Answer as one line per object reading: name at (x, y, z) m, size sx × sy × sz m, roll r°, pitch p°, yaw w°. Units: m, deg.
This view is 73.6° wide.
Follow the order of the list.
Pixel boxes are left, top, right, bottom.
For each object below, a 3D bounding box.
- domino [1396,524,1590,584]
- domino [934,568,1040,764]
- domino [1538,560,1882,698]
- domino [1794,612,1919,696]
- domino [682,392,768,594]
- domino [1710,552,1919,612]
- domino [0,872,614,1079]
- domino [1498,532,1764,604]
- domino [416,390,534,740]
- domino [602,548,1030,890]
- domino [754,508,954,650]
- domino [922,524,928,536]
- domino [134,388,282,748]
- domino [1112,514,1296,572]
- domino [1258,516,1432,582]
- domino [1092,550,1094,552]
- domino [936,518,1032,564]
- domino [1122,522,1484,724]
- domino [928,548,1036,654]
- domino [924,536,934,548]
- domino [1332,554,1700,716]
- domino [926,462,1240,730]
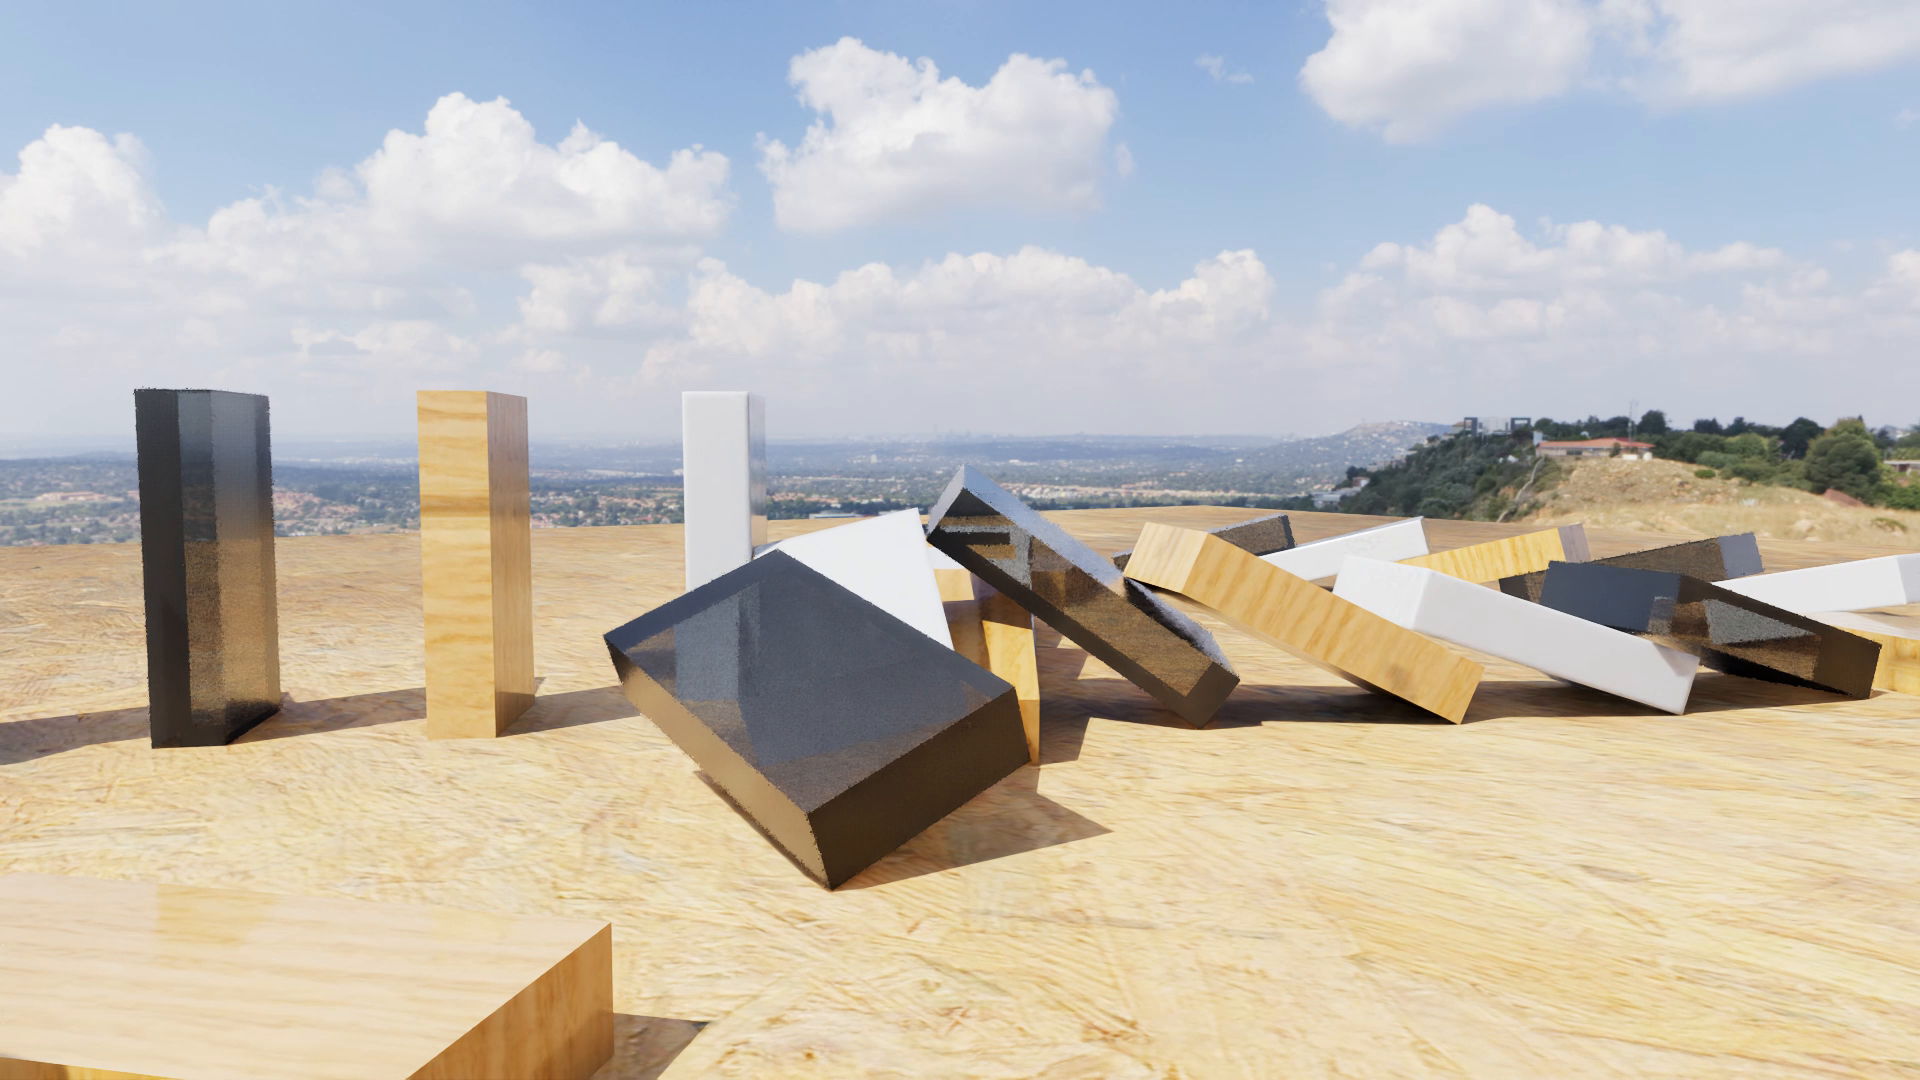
domino at (0.134, 0.006, 0.335) m, size 0.050 × 0.010 × 0.025 m, roll -16°, pitch -6°, yaw 38°
domino at (-0.002, 0.017, 0.193) m, size 0.025 × 0.009 × 0.050 m, roll 0°, pitch 19°, yaw 1°
domino at (0.126, 0.015, 0.216) m, size 0.050 × 0.010 × 0.025 m, roll 15°, pitch -2°, yaw -23°
domino at (0.173, 0.021, 0.227) m, size 0.025 × 0.010 × 0.050 m, roll -1°, pitch 4°, yaw -8°
domino at (-0.036, 0.003, 0.199) m, size 0.010 × 0.050 × 0.025 m, roll -1°, pitch 4°, yaw -3°
domino at (0.177, 0.012, 0.272) m, size 0.025 × 0.009 × 0.050 m, roll -3°, pitch -9°, yaw -32°
domino at (-0.051, 0.032, 0.082) m, size 0.050 × 0.009 × 0.025 m, roll 1°, pitch 4°, yaw 12°
domino at (0.159, 0.009, 0.307) m, size 0.025 × 0.010 × 0.050 m, roll -4°, pitch -9°, yaw -42°
domino at (-0.073, 0.003, 0.196) m, size 0.009 × 0.050 × 0.025 m, roll 0°, pitch 4°, yaw -6°
domino at (-0.018, 0.017, 0.145) m, size 0.025 × 0.009 × 0.050 m, roll -28°, pitch 31°, yaw -27°
domino at (-0.014, 0.013, 0.171) m, size 0.025 × 0.010 × 0.050 m, roll -14°, pitch 27°, yaw -2°
domino at (-0.001, 0.009, 0.305) m, size 0.025 × 0.009 × 0.050 m, roll 0°, pitch 19°, yaw 2°
domino at (-0.111, 0.003, 0.190) m, size 0.010 × 0.050 × 0.025 m, roll -1°, pitch 4°, yaw -12°
domino at (0.070, 0.003, 0.375) m, size 0.050 × 0.009 × 0.025 m, roll -14°, pitch 0°, yaw 7°
domino at (0.105, 0.004, 0.361) m, size 0.050 × 0.010 × 0.025 m, roll -15°, pitch -2°, yaw 22°
domino at (0.023, 0.009, 0.382) m, size 0.025 × 0.009 × 0.050 m, roll 1°, pitch 4°, yaw 16°
domino at (0.005, 0.006, 0.343) m, size 0.025 × 0.009 × 0.050 m, roll 0°, pitch 18°, yaw 6°
domino at (0.053, 0.013, 0.201) m, size 0.050 × 0.010 × 0.025 m, roll 25°, pitch -1°, yaw -13°
domino at (0.000, 0.014, 0.231) m, size 0.025 × 0.009 × 0.050 m, roll 0°, pitch 19°, yaw 1°
domino at (-0.001, 0.012, 0.268) m, size 0.025 × 0.010 × 0.050 m, roll 0°, pitch 19°, yaw 1°
domino at (0.089, 0.015, 0.208) m, size 0.050 × 0.009 × 0.025 m, roll 17°, pitch 1°, yaw -13°
domino at (0.018, 0.008, 0.200) m, size 0.050 × 0.010 × 0.025 m, roll 35°, pitch 10°, yaw -6°
